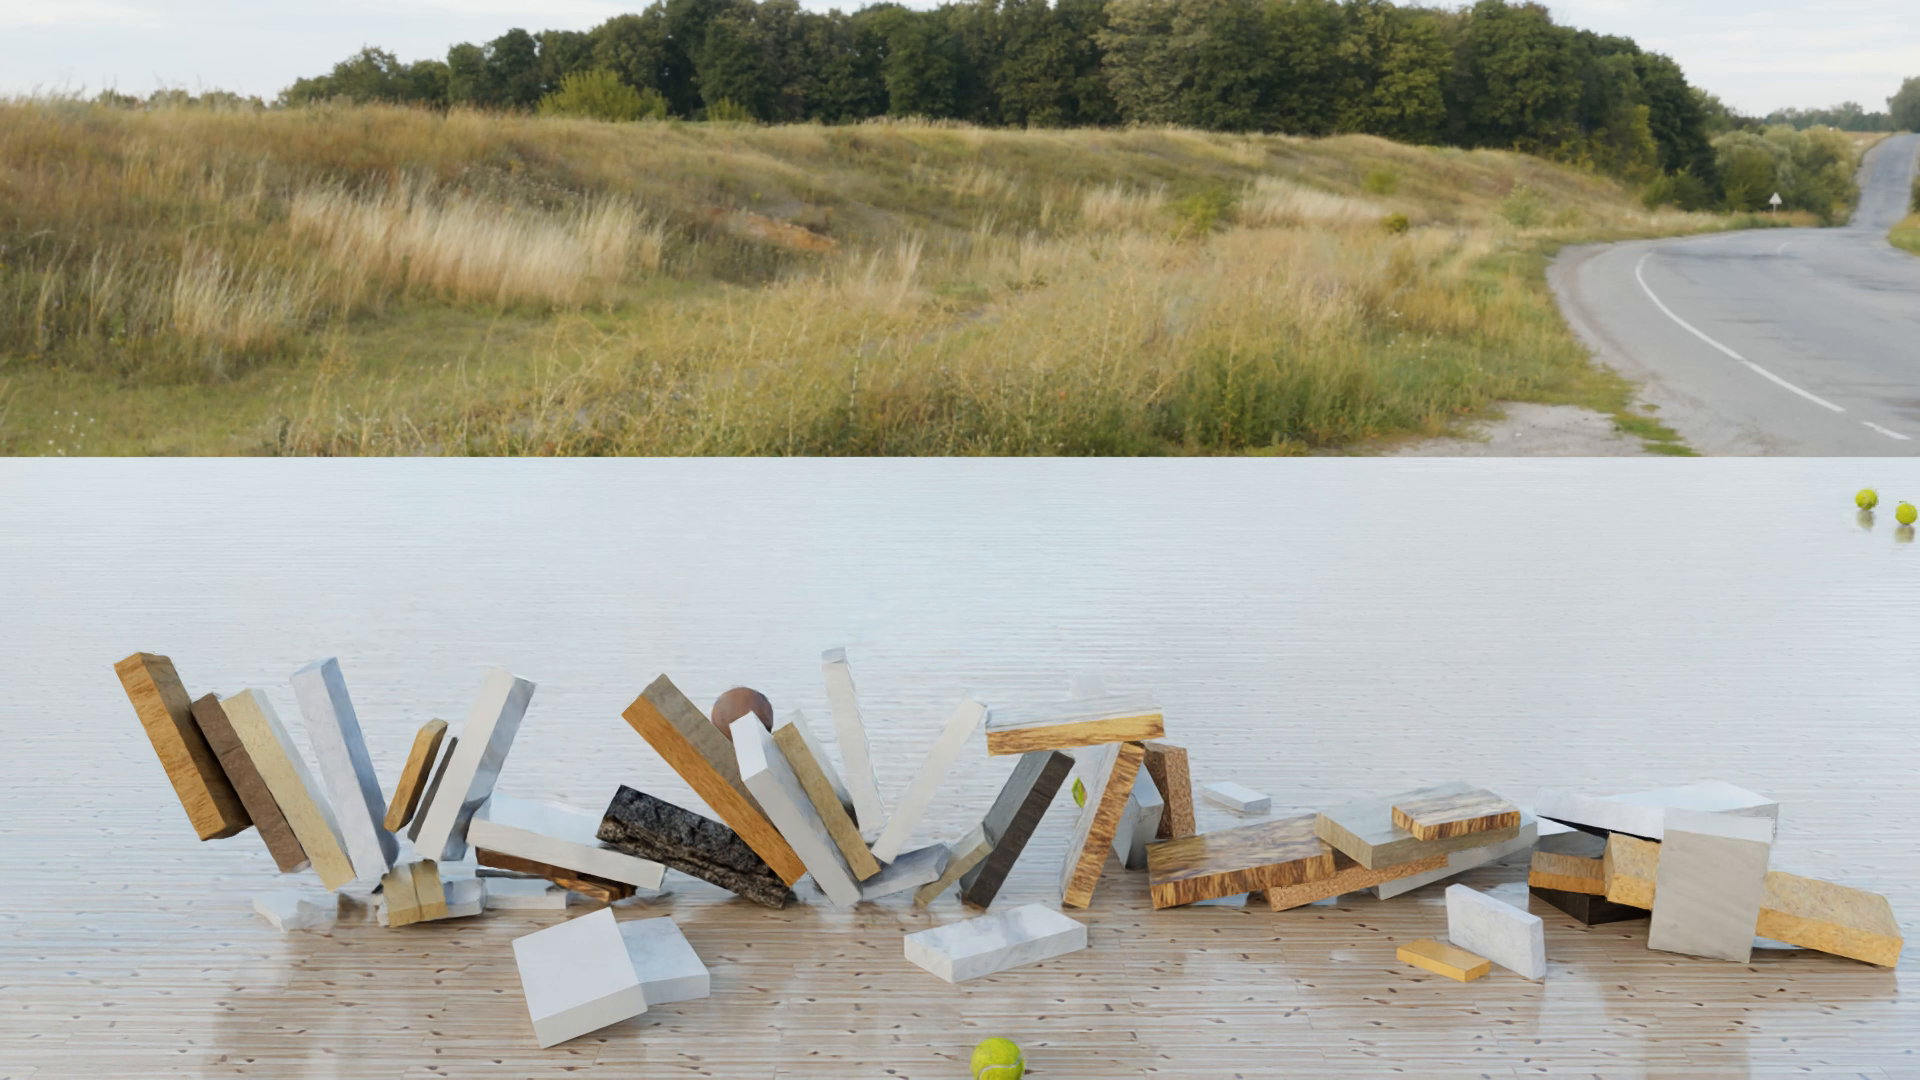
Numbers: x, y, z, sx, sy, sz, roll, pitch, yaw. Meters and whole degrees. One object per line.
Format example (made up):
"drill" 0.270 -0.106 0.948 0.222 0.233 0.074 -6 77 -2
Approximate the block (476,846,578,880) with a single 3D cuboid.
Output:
"block" -0.712 0.523 3.617 0.163 0.023 0.081 12 8 -17

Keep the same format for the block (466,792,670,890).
"block" -0.642 0.500 3.656 0.322 0.046 0.161 14 7 -2

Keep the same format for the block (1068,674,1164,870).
"block" 0.264 0.404 3.855 0.045 0.158 0.315 -7 43 -19

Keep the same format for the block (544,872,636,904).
"block" -0.612 0.565 3.641 0.140 0.020 0.070 14 11 31

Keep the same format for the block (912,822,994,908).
"block" -0.013 0.535 3.620 0.156 0.022 0.078 -40 13 8

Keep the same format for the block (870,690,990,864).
"block" -0.049 0.389 3.621 0.040 0.298 0.141 32 1 2

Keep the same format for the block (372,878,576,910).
"block" -0.803 0.584 3.640 0.322 0.023 0.081 1 11 3

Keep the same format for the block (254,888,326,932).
"block" -1.088 0.599 3.567 0.070 0.020 0.140 -7 13 -35

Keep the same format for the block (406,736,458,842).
"block" -0.858 0.421 3.644 0.025 0.179 0.090 21 -14 4

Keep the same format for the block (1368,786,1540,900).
"block" 0.809 0.512 3.725 0.297 0.042 0.148 -17 21 -12

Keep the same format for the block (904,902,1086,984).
"block" 0.056 0.621 3.400 0.256 0.036 0.128 -7 13 -34

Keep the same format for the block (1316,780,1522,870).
"block" 0.751 0.465 3.604 0.299 0.042 0.149 -7 19 -25

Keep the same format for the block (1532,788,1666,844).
"block" 1.141 0.480 3.682 0.168 0.048 0.336 20 -8 -26

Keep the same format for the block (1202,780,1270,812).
"block" 0.525 0.487 4.176 0.063 0.018 0.127 -6 12 -31

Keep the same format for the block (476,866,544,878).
"block" -0.748 0.564 3.755 0.139 0.020 0.070 2 11 8

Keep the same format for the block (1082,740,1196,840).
"block" 0.311 0.438 3.921 0.045 0.158 0.315 -9 4 -25

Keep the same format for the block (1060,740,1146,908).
"block" 0.235 0.452 3.640 0.040 0.285 0.143 19 10 -3

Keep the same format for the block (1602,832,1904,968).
"block" 1.237 0.562 3.451 0.431 0.048 0.168 12 17 10

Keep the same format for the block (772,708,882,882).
"block" -0.217 0.419 3.631 0.040 0.283 0.141 -30 4 2

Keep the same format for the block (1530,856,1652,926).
"block" 1.137 0.570 3.647 0.336 0.048 0.168 -4 11 -18

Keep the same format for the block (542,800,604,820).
"block" -0.689 0.523 3.932 0.256 0.036 0.128 8 13 38

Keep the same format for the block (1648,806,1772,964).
"block" 1.120 0.519 3.293 0.149 0.297 0.042 6 46 17

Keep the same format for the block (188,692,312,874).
"block" -1.146 0.397 3.580 0.044 0.309 0.154 -30 -4 -11

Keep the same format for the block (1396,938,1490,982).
"block" 0.737 0.640 3.352 0.063 0.018 0.127 -9 14 -40

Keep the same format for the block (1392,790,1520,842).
"block" 0.802 0.445 3.557 0.183 0.026 0.091 -6 18 -21

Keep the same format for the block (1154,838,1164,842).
"block" 0.393 0.542 3.877 0.127 0.018 0.063 -2 11 -10

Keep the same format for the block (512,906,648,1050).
"block" -0.557 0.633 3.202 0.154 0.044 0.309 -18 16 -13

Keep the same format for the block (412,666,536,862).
"block" -0.802 0.373 3.643 0.046 0.322 0.161 21 -7 4

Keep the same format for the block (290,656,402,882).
"block" -1.006 0.372 3.609 0.049 0.349 0.175 -18 5 -6

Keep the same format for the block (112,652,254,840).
"block" -1.232 0.328 3.494 0.044 0.309 0.154 -28 -4 -5

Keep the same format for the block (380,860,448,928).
"block" -0.879 0.566 3.535 0.090 0.025 0.179 -10 17 -16

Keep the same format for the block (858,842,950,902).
"block" -0.096 0.548 3.628 0.156 0.022 0.078 -19 20 22

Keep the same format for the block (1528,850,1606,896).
"block" 1.019 0.544 3.565 0.183 0.026 0.091 6 15 17

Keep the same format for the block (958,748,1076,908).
"block" 0.089 0.459 3.647 0.040 0.285 0.143 29 5 -12

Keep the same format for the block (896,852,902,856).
"block" -0.176 0.558 3.782 0.156 0.022 0.078 -1 11 -8

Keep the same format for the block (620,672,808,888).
"block" -0.389 0.394 3.639 0.049 0.391 0.175 -43 4 8

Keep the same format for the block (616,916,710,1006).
"block" -0.471 0.636 3.324 0.128 0.036 0.256 -4 11 -20

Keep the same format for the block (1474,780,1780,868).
"block" 1.113 0.515 3.959 0.771 0.042 0.148 -4 11 -21

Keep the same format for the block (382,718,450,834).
"block" -0.898 0.387 3.627 0.025 0.179 0.090 22 8 0

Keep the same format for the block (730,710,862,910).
"block" -0.263 0.436 3.531 0.045 0.315 0.157 -29 32 3

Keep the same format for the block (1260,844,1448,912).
"block" 0.641 0.529 3.654 0.299 0.042 0.149 -14 18 -3

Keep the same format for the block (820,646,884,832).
"block" -0.176 0.325 3.619 0.040 0.283 0.141 -13 6 -1

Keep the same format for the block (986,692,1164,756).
"block" 0.187 0.301 3.612 0.285 0.040 0.143 -7 10 2

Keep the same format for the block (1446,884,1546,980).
"block" 0.819 0.598 3.367 0.026 0.091 0.183 -15 16 -27

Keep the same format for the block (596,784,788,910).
"block" -0.434 0.509 3.655 0.322 0.046 0.161 22 10 -4

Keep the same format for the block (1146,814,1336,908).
"block" 0.462 0.530 3.639 0.299 0.042 0.149 -11 18 6

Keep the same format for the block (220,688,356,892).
"block" -1.092 0.408 3.610 0.049 0.349 0.175 -30 1 -11

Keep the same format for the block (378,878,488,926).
"block" -0.851 0.585 3.553 0.163 0.023 0.081 -7 19 -2
